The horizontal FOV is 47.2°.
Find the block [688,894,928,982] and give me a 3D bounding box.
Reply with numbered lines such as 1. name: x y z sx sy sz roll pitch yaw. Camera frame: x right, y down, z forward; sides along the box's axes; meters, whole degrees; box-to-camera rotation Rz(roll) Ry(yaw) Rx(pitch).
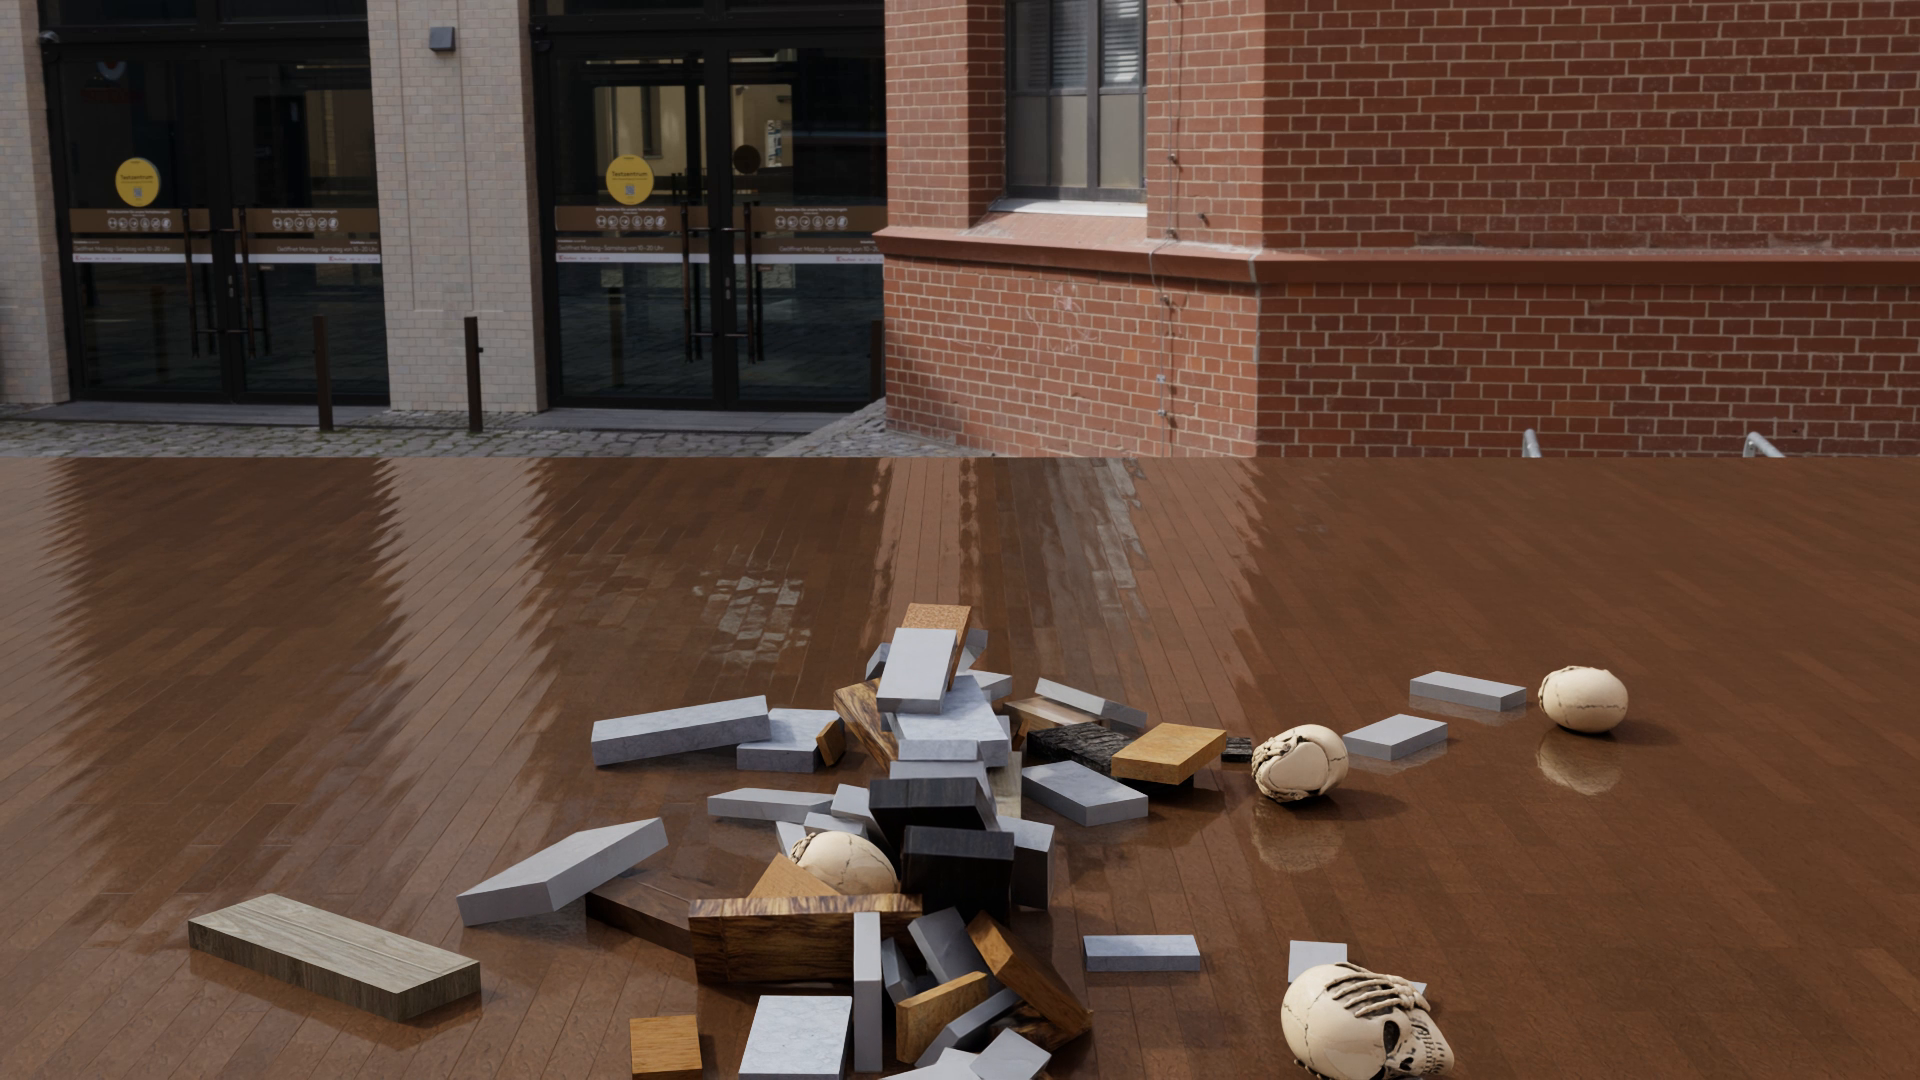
1. block: -0.223 0.590 3.261 0.343 0.131 0.037 -2 34 2

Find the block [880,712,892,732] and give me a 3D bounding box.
1. block: -0.082 0.312 4.293 0.136 0.039 0.273 0 13 0

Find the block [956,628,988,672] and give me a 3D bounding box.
1. block: -0.027 0.221 4.495 0.122 0.035 0.337 8 -13 -5

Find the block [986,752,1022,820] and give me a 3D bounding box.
1. block: 0.017 0.485 3.813 0.177 0.050 0.355 0 28 2

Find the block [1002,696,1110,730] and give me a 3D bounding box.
1. block: 0.205 0.381 4.707 0.114 0.032 0.229 -7 13 -34

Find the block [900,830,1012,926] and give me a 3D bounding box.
1. block: -0.003 0.524 3.392 0.158 0.045 0.315 1 -27 3

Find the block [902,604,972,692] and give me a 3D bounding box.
1. block: -0.058 0.204 4.222 0.122 0.035 0.244 3 31 10

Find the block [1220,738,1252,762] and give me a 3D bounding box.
1. block: 0.564 0.428 4.491 0.062 0.017 0.123 1 11 6

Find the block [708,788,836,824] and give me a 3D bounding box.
1. block: -0.335 0.487 4.041 0.233 0.033 0.117 0 3 32

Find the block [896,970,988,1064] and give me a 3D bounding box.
1. block: -0.024 0.662 3.057 0.023 0.081 0.162 10 14 42

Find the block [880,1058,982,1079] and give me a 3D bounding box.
1. block: 0.012 0.731 2.673 0.138 0.039 0.275 -7 22 -32

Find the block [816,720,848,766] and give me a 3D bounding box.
1. block: -0.261 0.411 4.458 0.017 0.062 0.123 -20 7 12

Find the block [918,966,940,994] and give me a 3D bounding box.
1. block: -0.040 0.655 3.279 0.046 0.013 0.092 -2 10 1

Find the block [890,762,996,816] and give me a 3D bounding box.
1. block: -0.022 0.407 3.355 0.138 0.039 0.275 0 -27 6

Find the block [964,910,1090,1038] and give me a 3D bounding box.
1. block: 0.092 0.605 3.090 0.138 0.039 0.275 40 -3 -8

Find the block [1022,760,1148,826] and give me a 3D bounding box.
1. block: 0.224 0.478 4.166 0.135 0.038 0.271 -6 12 -28

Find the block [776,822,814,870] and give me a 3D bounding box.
1. block: -0.267 0.537 3.883 0.095 0.027 0.193 -2 11 -11

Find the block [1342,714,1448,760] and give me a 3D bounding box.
1. block: 0.902 0.408 4.559 0.114 0.032 0.229 9 14 41

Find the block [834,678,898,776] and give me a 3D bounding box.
1. block: -0.114 0.376 4.355 0.155 0.044 0.310 -15 35 -24

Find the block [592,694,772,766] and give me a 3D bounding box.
1. block: -0.567 0.387 4.483 0.355 0.050 0.178 -9 9 -6

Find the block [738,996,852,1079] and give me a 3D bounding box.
1. block: -0.222 0.693 3.013 0.131 0.037 0.263 0 11 1

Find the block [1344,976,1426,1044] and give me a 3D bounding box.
1. block: 0.612 0.673 3.157 0.085 0.024 0.171 4 11 21

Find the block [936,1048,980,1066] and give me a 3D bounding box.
1. block: -0.004 0.706 2.845 0.071 0.020 0.142 10 17 13

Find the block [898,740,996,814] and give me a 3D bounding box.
1. block: -0.016 0.374 3.369 0.117 0.033 0.278 -1 -28 7

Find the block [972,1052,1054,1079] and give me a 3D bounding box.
1. block: 0.072 0.719 2.906 0.087 0.025 0.175 -4 11 -22

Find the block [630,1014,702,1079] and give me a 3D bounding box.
1. block: -0.403 0.700 3.006 0.092 0.026 0.184 -2 11 -9

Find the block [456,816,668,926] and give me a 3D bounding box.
1. block: -0.652 0.546 3.639 0.178 0.050 0.355 -13 4 24

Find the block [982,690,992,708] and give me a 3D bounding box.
1. block: -0.003 0.390 4.443 0.141 0.040 0.282 0 25 -2

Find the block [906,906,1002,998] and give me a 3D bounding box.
1. block: -0.003 0.614 3.184 0.081 0.023 0.162 -10 59 -43

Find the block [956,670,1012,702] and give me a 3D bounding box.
1. block: -0.022 0.331 4.734 0.141 0.040 0.282 7 12 32

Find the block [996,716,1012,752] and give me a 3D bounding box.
1. block: 0.009 0.443 4.003 0.177 0.050 0.355 0 30 -2

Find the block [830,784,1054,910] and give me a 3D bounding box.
1. block: -0.026 0.499 3.568 0.355 0.178 0.050 10 51 10

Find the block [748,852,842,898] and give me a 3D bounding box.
1. block: -0.236 0.570 3.392 0.190 0.095 0.027 28 -12 34

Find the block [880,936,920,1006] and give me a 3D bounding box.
1. block: -0.084 0.640 3.163 0.023 0.081 0.162 -27 13 1

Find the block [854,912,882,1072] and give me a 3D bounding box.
1. block: -0.130 0.631 3.088 0.037 0.131 0.263 0 11 -3

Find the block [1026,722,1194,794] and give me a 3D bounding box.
1. block: 0.296 0.435 4.385 0.155 0.044 0.359 -6 12 -30

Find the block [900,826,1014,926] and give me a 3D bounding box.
1. block: -0.010 0.525 3.278 0.157 0.315 0.045 4 54 -1

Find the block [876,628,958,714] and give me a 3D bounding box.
1. block: -0.079 0.242 4.093 0.117 0.033 0.233 2 31 8

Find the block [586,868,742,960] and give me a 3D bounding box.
1. block: -0.442 0.597 3.510 0.309 0.044 0.154 10 14 43

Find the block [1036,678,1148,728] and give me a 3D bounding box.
1. block: 0.282 0.350 4.737 0.122 0.035 0.244 19 -3 -33

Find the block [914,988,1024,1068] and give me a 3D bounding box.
1. block: 0.016 0.670 3.008 0.025 0.087 0.175 45 29 18

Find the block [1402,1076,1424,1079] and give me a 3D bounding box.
1. block: 0.493 0.736 2.812 0.274 0.026 0.092 -4 11 -20

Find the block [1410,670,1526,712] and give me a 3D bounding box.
1. block: 1.140 0.338 4.935 0.229 0.032 0.114 10 14 42

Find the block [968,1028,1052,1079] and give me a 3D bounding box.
1. block: 0.062 0.689 2.872 0.071 0.020 0.142 29 19 16

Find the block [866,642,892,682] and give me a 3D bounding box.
1. block: -0.113 0.262 4.554 0.135 0.038 0.281 8 -13 -7

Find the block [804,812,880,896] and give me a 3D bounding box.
1. block: -0.193 0.516 3.592 0.095 0.190 0.027 7 50 13

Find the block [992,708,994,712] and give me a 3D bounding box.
1. block: 0.003 0.395 4.610 0.141 0.040 0.282 0 11 -2

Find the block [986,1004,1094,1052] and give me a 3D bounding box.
1. block: 0.113 0.677 3.056 0.087 0.025 0.175 5 2 24

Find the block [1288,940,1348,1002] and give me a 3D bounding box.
1. block: 0.537 0.646 3.302 0.085 0.024 0.171 2 11 9

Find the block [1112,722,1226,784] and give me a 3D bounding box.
1. block: 0.408 0.414 4.273 0.135 0.038 0.271 5 12 26

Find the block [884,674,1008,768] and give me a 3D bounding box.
1. block: -0.032 0.333 4.034 0.177 0.050 0.355 -3 16 -9

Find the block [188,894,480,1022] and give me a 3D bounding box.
1. block: -0.956 0.629 3.340 0.498 0.044 0.154 8 13 36

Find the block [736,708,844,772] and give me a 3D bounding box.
1. block: -0.345 0.410 4.520 0.155 0.044 0.310 2 11 8

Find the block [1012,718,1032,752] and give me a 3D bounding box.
1. block: 0.118 0.408 4.479 0.017 0.062 0.123 28 13 2

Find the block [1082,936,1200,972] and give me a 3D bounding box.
1. block: 0.277 0.633 3.371 0.171 0.024 0.086 0 11 -1

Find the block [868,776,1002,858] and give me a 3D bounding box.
1. block: -0.027 0.439 3.325 0.157 0.045 0.315 -3 -28 10
